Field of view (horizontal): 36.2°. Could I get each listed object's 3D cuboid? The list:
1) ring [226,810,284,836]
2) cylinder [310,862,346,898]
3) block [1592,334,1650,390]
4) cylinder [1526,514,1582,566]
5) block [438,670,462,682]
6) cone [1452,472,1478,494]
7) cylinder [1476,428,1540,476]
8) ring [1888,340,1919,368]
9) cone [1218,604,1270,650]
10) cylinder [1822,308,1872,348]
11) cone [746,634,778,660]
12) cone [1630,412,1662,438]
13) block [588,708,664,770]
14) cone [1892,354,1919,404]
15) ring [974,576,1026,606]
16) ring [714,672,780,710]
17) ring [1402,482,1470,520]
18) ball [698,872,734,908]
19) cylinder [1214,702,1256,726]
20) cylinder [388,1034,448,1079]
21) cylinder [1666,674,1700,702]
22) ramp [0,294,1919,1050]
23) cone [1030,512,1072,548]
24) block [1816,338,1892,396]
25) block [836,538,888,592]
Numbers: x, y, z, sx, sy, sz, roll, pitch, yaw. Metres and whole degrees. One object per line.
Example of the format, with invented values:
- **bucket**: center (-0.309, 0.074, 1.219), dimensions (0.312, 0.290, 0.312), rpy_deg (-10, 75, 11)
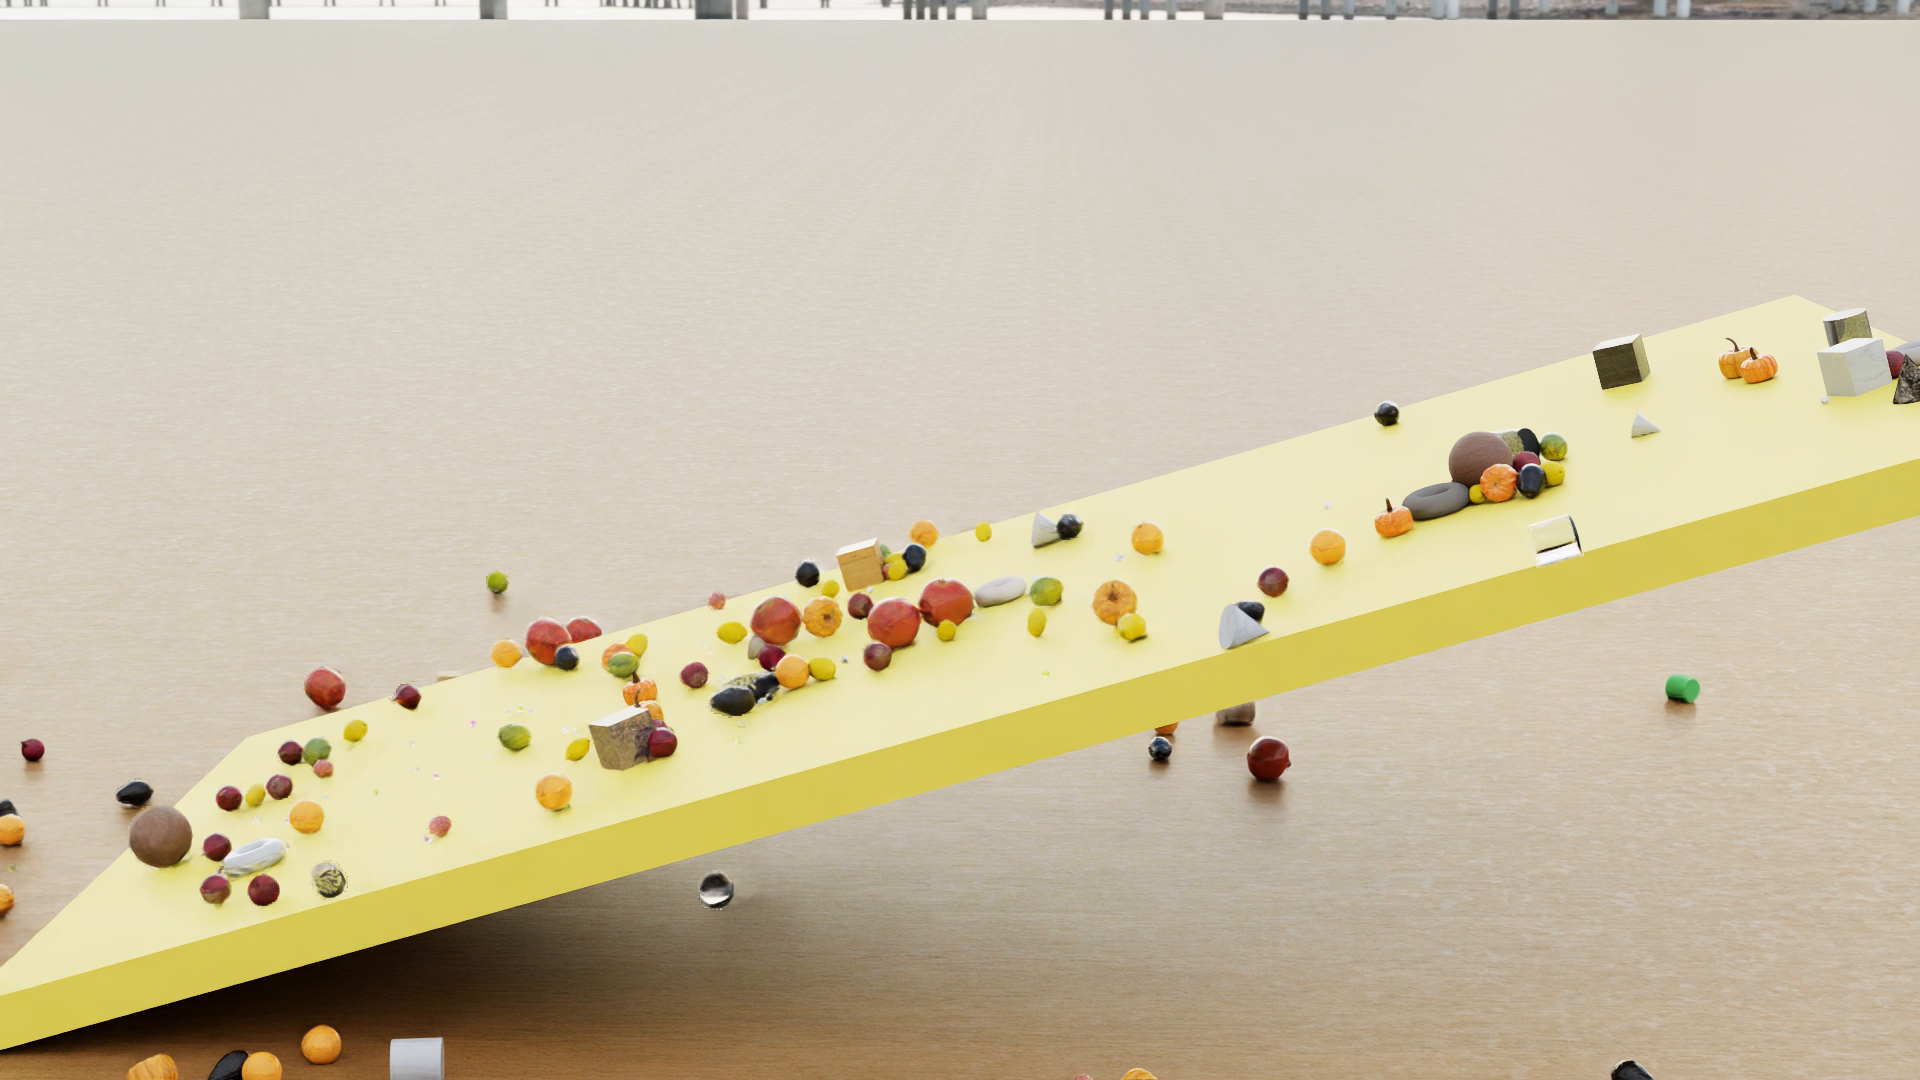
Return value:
- **ring**: center (-1.516, 0.613, 6.340), dimensions (0.131, 0.044, 0.131), rpy_deg (1, 8, 0)
- **cylinder**: center (-1.179, 0.634, 5.487), dimensions (0.055, 0.055, 0.055), rpy_deg (-4, 8, -21)
- **block**: center (1.501, -0.405, 6.676), dimensions (0.093, 0.093, 0.093), rpy_deg (-11, 11, 28)
- **cylinder**: center (1.056, 0.000, 5.227), dimensions (0.077, 0.077, 0.077), rpy_deg (-16, 10, 5)
- **block**: center (-1.435, 0.409, 8.275), dimensions (0.067, 0.067, 0.067), rpy_deg (-1, 11, -8)
- **cone**: center (1.030, -0.105, 5.999), dimensions (0.058, 0.058, 0.058), rpy_deg (13, 13, 11)
- **cylinder**: center (1.130, -0.181, 6.061), dimensions (0.091, 0.091, 0.091), rpy_deg (-10, 3, -43)
- **ring**: center (1.939, -0.379, 5.966), dimensions (0.112, 0.037, 0.112), rpy_deg (-18, 9, 3)
- **cone**: center (0.524, 0.162, 5.330), dimensions (0.085, 0.085, 0.085), rpy_deg (8, 8, -16)
- **cylinder**: center (1.877, -0.433, 6.209), dimensions (0.091, 0.091, 0.091), rpy_deg (-16, 10, 3)
- **cone**: center (-0.431, 0.244, 6.501), dimensions (0.061, 0.061, 0.061), rpy_deg (14, 14, 14)
- **cone**: center (1.417, -0.231, 6.052), dimensions (0.057, 0.057, 0.057), rpy_deg (16, 16, 20)
- **block**: center (-0.666, 0.396, 5.854), dimensions (0.094, 0.094, 0.094), rpy_deg (-23, 11, -31)
- **cone**: center (1.828, -0.317, 5.653), dimensions (0.090, 0.090, 0.090), rpy_deg (-16, 10, 3)
- **ring**: center (0.087, 0.110, 6.342), dimensions (0.118, 0.039, 0.118), rpy_deg (-17, 11, 3)
- **ring**: center (-0.441, 0.312, 6.082), dimensions (0.143, 0.048, 0.143), rpy_deg (-18, 10, 3)
- **ring**: center (0.957, -0.078, 5.914), dimensions (0.139, 0.046, 0.139), rpy_deg (-16, 11, 3)
- **ball**: center (-0.529, 0.761, 6.390), dimensions (0.078, 0.078, 0.078), rpy_deg (0, 11, 0)
- **cylinder**: center (0.746, 0.455, 7.982), dimensions (0.085, 0.085, 0.085), rpy_deg (-21, 18, -22)
- **cylinder**: center (-0.987, 0.952, 5.352), dimensions (0.090, 0.090, 0.090), rpy_deg (-13, 13, -9)
- **cylinder**: center (2.022, 0.416, 8.236), dimensions (0.066, 0.066, 0.066), rpy_deg (-8, 13, -36)
- **ramp**: center (0.091, 0.187, 6.320), dimensions (4.000, 0.100, 2.000), rpy_deg (-16, 10, 5)
- **cone**: center (0.218, -0.017, 6.826), dimensions (0.090, 0.090, 0.090), rpy_deg (9, 9, -9)
- **block**: center (1.786, -0.345, 5.873), dimensions (0.092, 0.092, 0.092), rpy_deg (-20, 10, -18)
- **block**: center (-0.232, 0.059, 7.000), dimensions (0.092, 0.092, 0.092), rpy_deg (-16, 10, 7)
